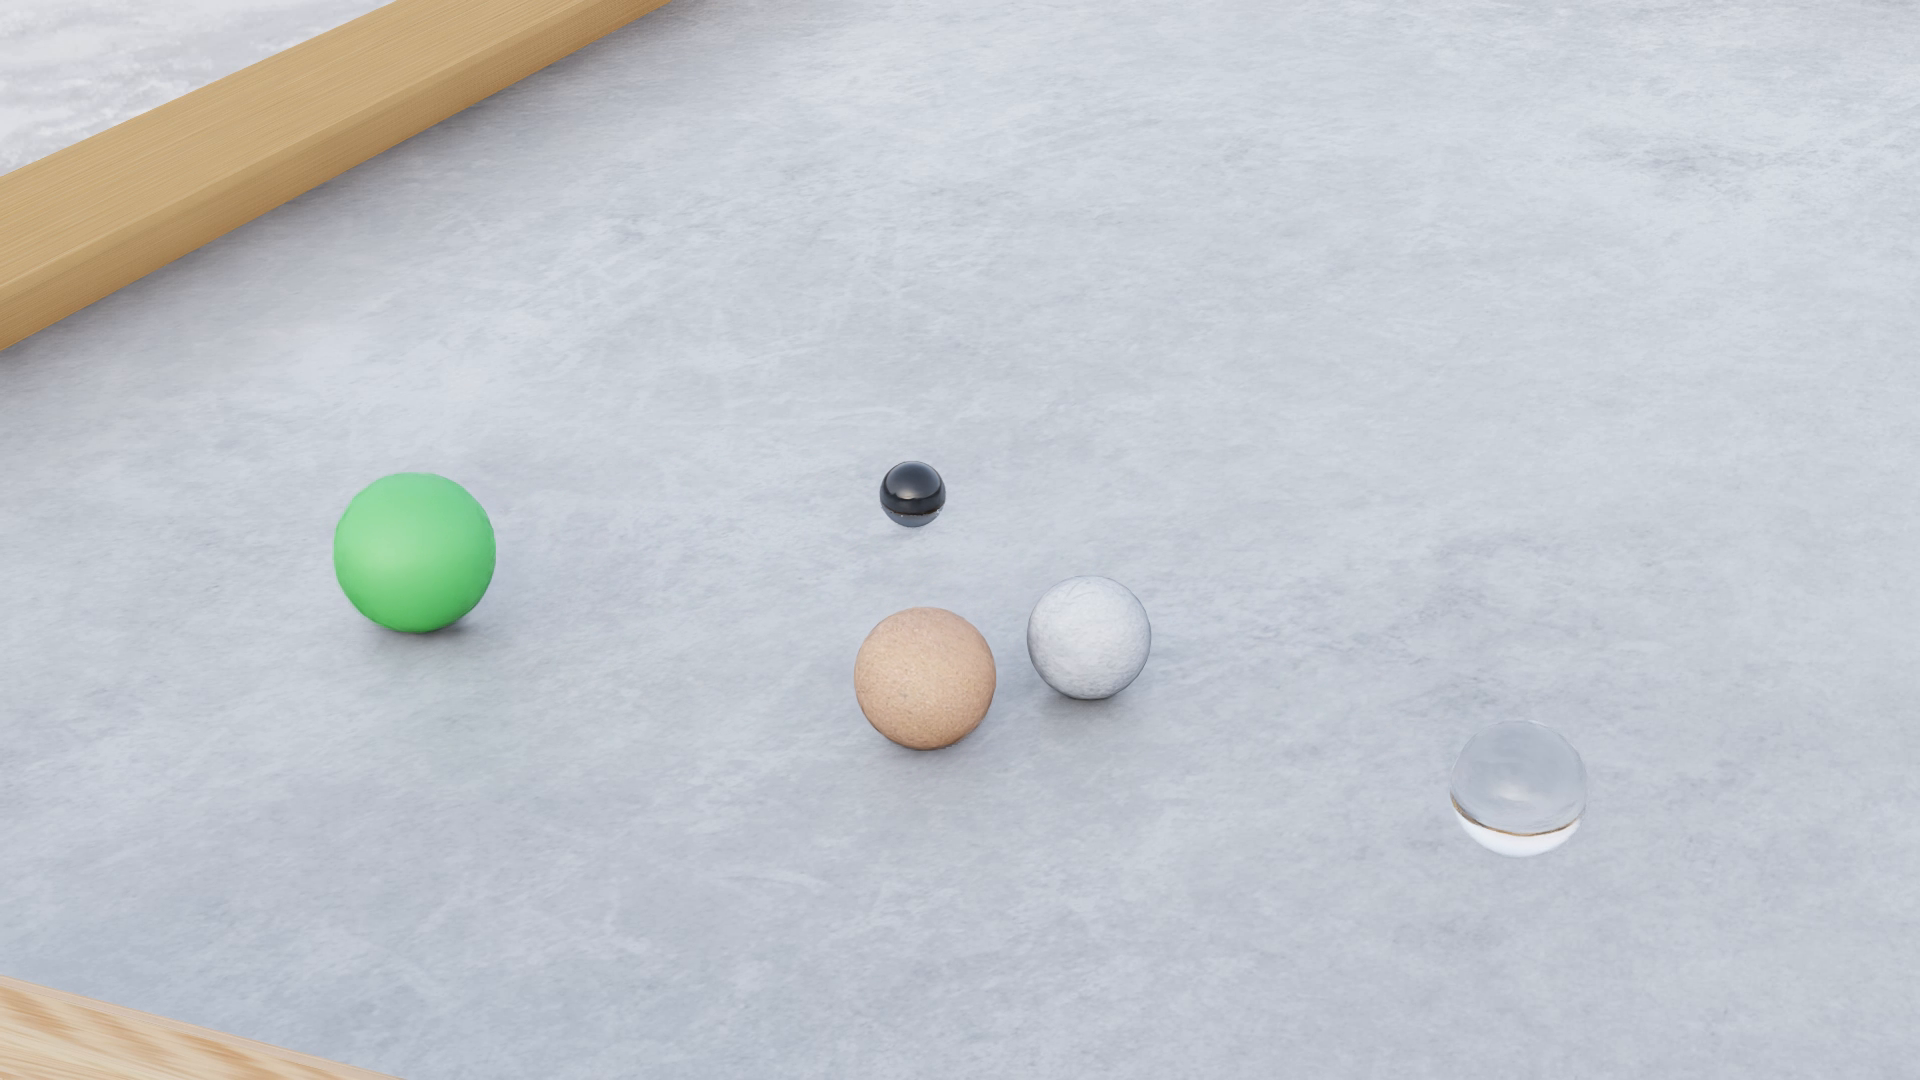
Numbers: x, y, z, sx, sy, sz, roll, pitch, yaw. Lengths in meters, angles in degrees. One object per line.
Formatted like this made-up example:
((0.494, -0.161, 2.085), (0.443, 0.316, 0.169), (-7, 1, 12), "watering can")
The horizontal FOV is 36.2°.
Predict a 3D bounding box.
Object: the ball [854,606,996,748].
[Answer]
((-0.020, 0.079, 1.685), (0.082, 0.082, 0.082), (0, 25, 0), "ball")

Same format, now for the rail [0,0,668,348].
((-0.476, -0.453, 2.759), (0.045, 0.129, 2.990), (10, 27, 20), "rail")

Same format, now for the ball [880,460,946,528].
((-0.032, -0.031, 1.962), (0.045, 0.045, 0.045), (0, 25, 0), "ball")

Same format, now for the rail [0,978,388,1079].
((-0.273, 0.257, 1.246), (1.684, 0.129, 0.045), (10, 27, 20), "rail")

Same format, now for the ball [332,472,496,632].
((-0.336, 0.007, 1.816), (0.099, 0.099, 0.099), (0, 25, 0), "ball")

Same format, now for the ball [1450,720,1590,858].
((0.300, 0.133, 1.578), (0.074, 0.074, 0.074), (0, 25, 0), "ball")

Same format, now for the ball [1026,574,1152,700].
((0.076, 0.057, 1.739), (0.074, 0.074, 0.074), (0, 25, 0), "ball")
